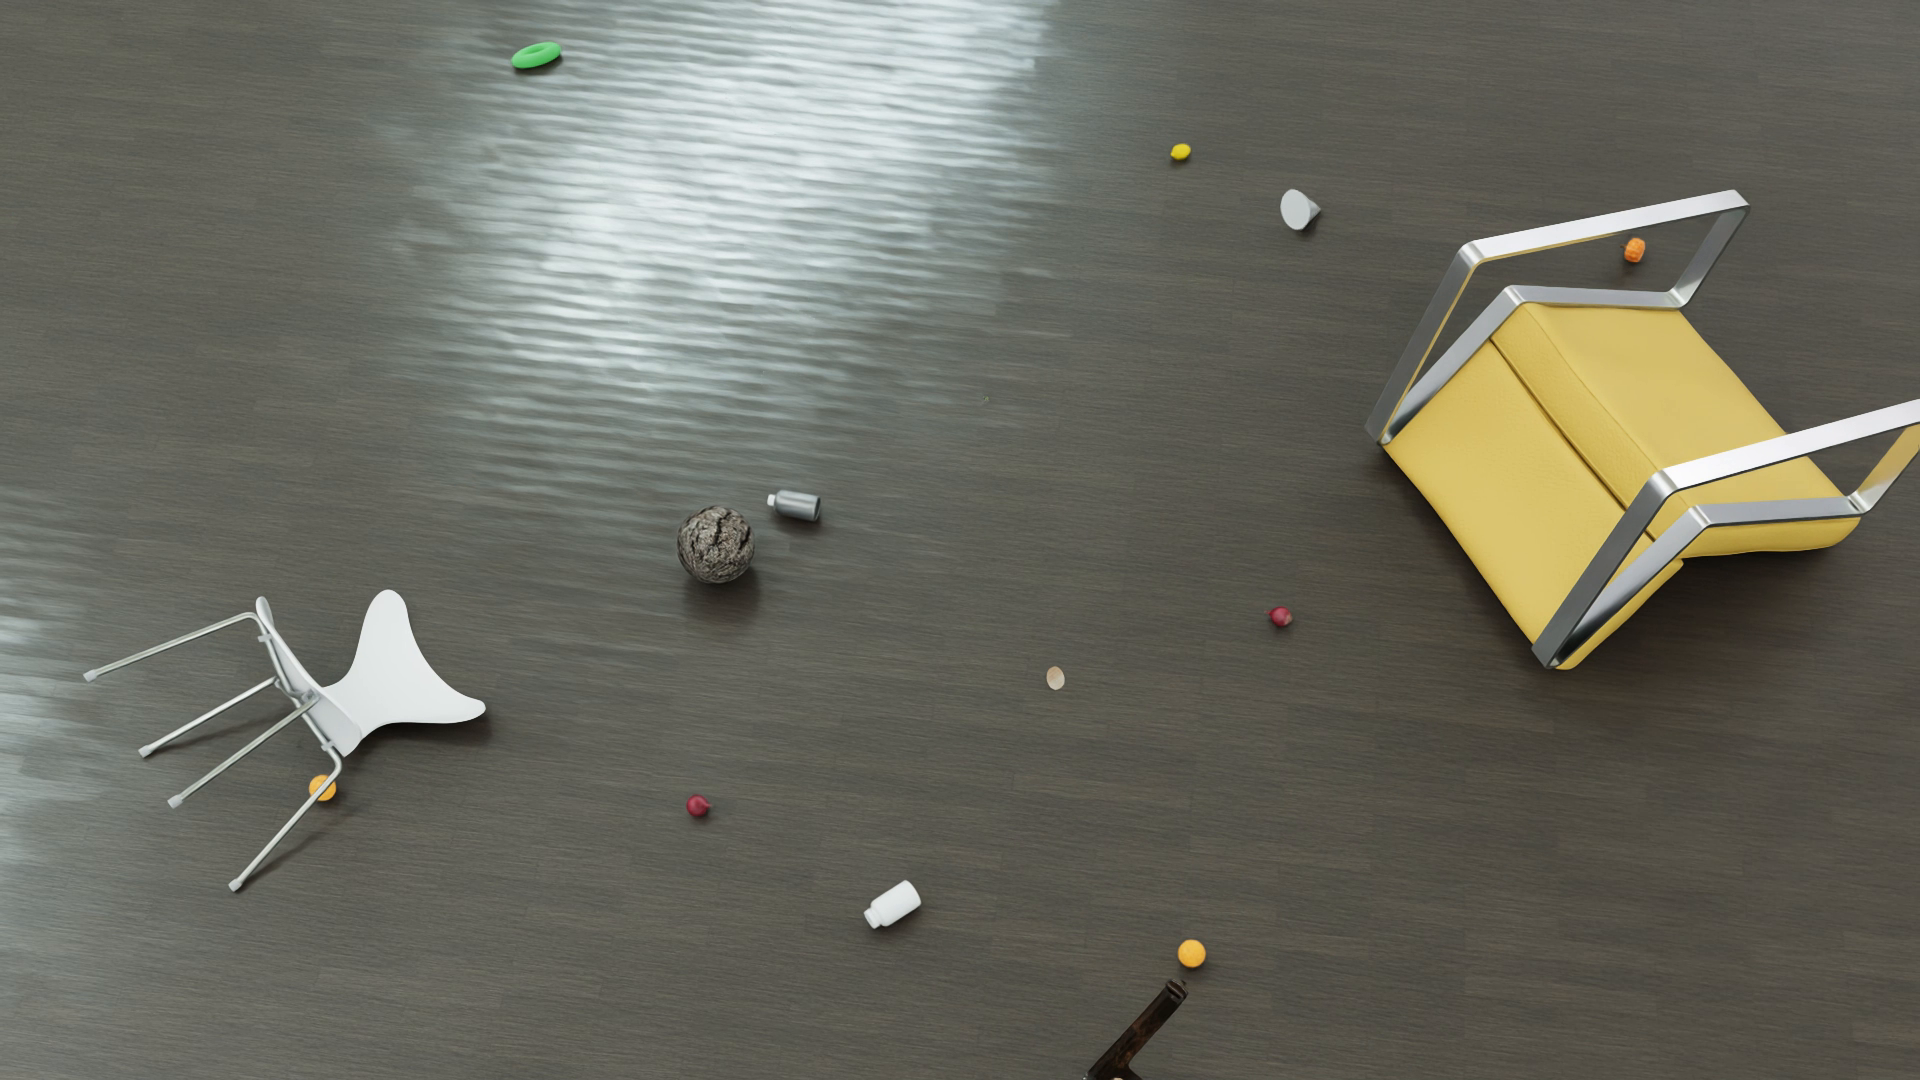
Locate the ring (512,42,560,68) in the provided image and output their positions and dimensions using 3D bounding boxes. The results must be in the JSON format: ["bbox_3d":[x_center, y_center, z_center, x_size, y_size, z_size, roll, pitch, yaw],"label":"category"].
[{"bbox_3d":[-1.479,-1.692,7.676,0.180,0.057,0.062,-21,56,-14],"label":"ring"}]

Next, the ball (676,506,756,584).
[{"bbox_3d":[-0.713,0.013,6.427,0.230,0.230,0.230,0,56,0],"label":"ball"}]

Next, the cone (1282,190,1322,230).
[{"bbox_3d":[1.153,-1.093,7.275,0.124,0.119,0.141,-7,57,-36],"label":"cone"}]

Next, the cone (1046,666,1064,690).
[{"bbox_3d":[0.263,0.392,6.294,0.056,0.071,0.041,-35,22,-22],"label":"cone"}]
